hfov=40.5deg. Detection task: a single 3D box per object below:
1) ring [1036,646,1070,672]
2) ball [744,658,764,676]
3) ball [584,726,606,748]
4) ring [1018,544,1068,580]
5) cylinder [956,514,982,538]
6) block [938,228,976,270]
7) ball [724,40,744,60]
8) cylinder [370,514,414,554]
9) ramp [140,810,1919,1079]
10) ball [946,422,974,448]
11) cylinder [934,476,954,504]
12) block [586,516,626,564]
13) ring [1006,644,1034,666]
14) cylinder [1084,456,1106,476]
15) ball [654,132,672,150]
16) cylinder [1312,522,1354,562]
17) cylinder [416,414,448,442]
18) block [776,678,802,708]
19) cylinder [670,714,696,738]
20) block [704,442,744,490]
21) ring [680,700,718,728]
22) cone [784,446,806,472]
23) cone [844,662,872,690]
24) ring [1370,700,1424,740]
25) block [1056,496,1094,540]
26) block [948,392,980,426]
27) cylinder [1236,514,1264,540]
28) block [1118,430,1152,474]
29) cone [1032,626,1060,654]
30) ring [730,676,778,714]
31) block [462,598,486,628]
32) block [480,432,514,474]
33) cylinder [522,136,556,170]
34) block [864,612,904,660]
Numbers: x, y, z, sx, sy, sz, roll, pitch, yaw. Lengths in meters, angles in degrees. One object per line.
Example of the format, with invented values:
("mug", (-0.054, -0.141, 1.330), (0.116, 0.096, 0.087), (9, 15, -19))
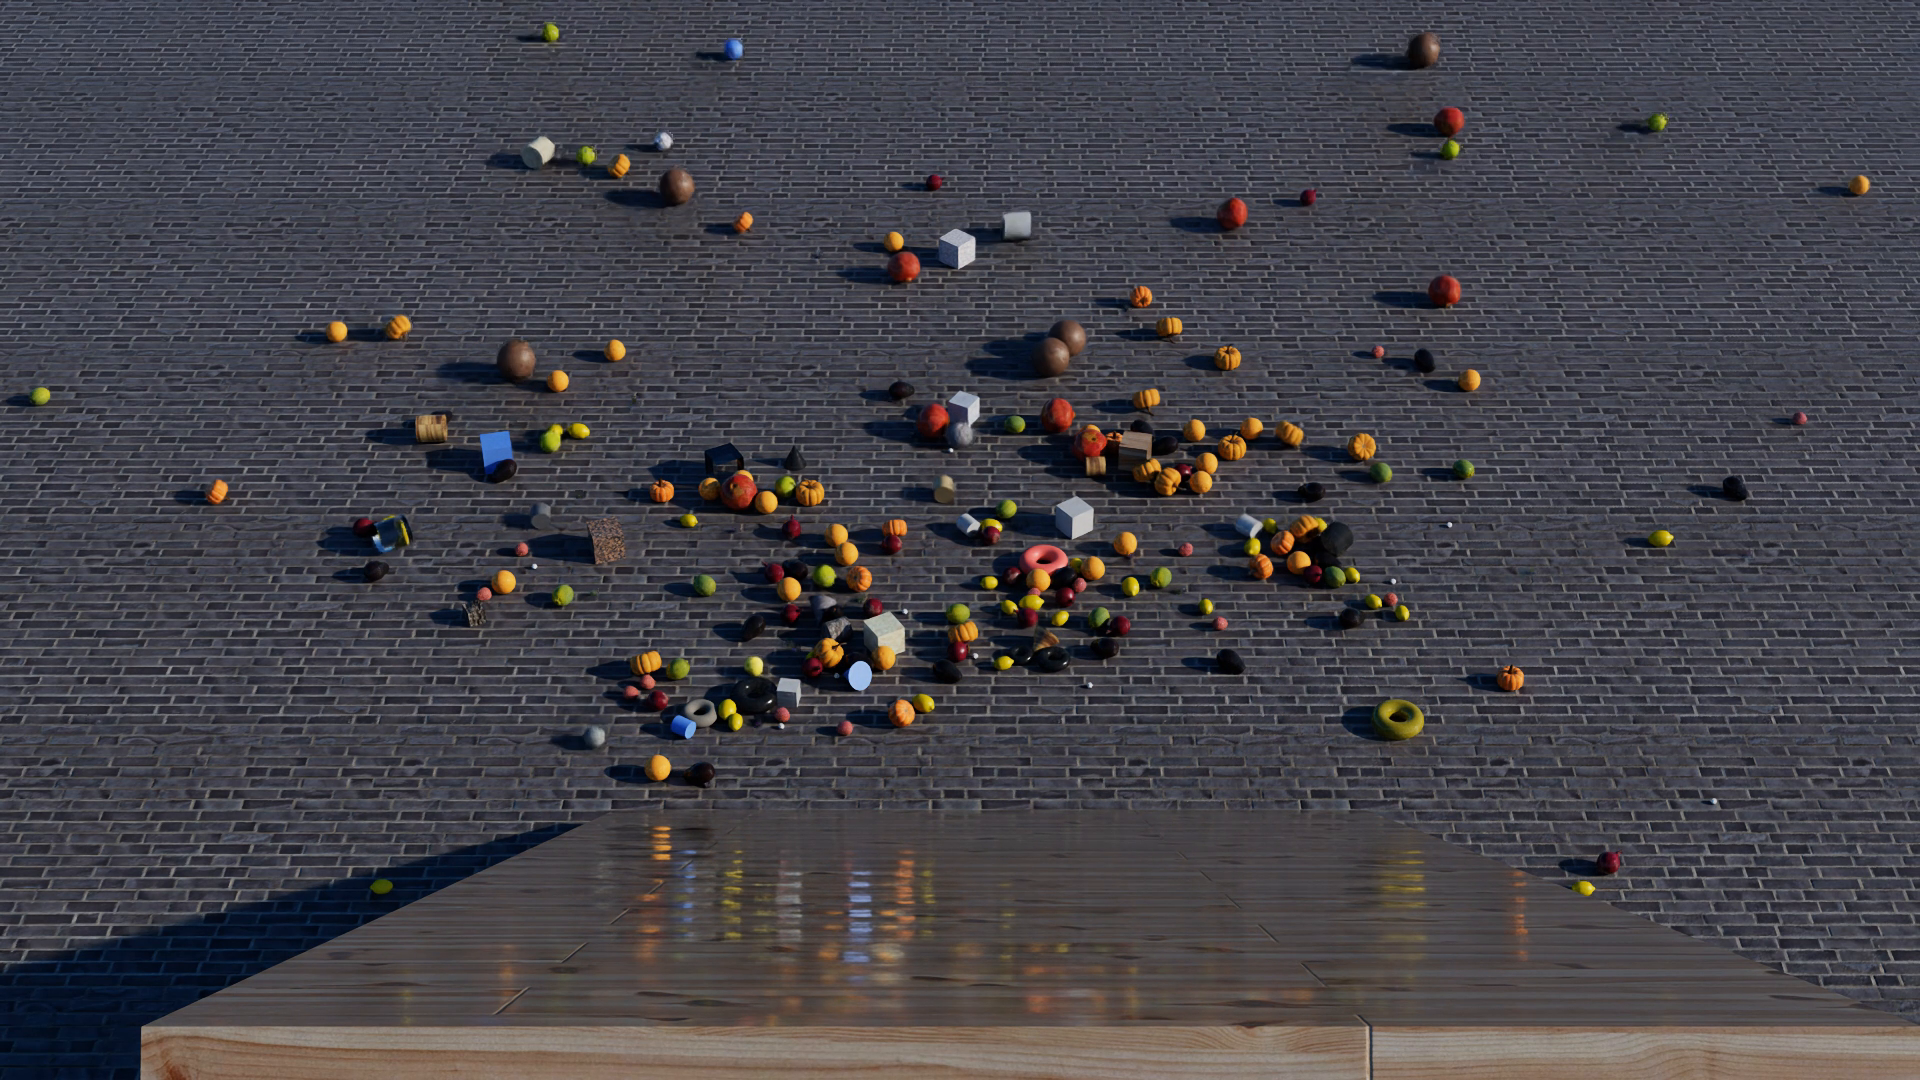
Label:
("ring", (0.271, 0.344, 7.520), (0.098, 0.033, 0.098), (-1, 37, 1))
("ball", (-0.592, 0.364, 7.474), (0.055, 0.055, 0.055), (0, 37, 0))
("ball", (-1.015, 0.548, 7.223), (0.061, 0.061, 0.061), (0, 37, 0))
("ring", (0.253, 0.068, 7.875), (0.150, 0.050, 0.150), (-1, 36, 1))
("cylinder", (0.027, -0.044, 8.021), (0.055, 0.055, 0.055), (-24, 43, -28))
("block", (-0.011, -1.044, 9.326), (0.093, 0.093, 0.093), (27, 45, 32))
("ball", (-0.923, -2.002, 10.620), (0.079, 0.079, 0.079), (0, 37, 0))
("cylinder", (-1.736, -0.018, 7.951), (0.096, 0.096, 0.096), (-22, 42, -25))
("ramp", (0.081, 0.682, 4.916), (2.000, 0.100, 4.000), (0, -2, 0))
("ball", (-0.001, -0.340, 8.389), (0.087, 0.087, 0.087), (0, 37, 0))
("cylinder", (-0.051, -0.159, 8.167), (0.063, 0.063, 0.063), (-1, 40, -1))
("block", (-1.078, 0.000, 7.928), (0.094, 0.094, 0.094), (-11, 38, -15))
("ring", (0.174, 0.333, 7.539), (0.079, 0.026, 0.079), (-1, 38, 0))
("cylinder", (0.429, -0.234, 8.268), (0.063, 0.063, 0.063), (-1, 37, -3))
("ball", (-1.142, -1.532, 10.002), (0.066, 0.066, 0.066), (0, 37, 0))
("cylinder", (1.135, 0.006, 7.922), (0.092, 0.092, 0.092), (26, 44, 30))
("cylinder", (-1.710, -0.361, 8.417), (0.088, 0.088, 0.088), (-2, 37, -3))
("block", (-0.486, 0.434, 7.379), (0.057, 0.057, 0.057), (5, 37, 7))
("cylinder", (-0.773, 0.522, 7.266), (0.051, 0.051, 0.051), (31, 46, 22))
("block", (-0.746, -0.235, 8.244), (0.093, 0.093, 0.093), (-19, 41, -23))
("ring", (-0.733, 0.488, 7.324), (0.107, 0.036, 0.107), (1, 37, -1))
("cone", (-0.529, -0.273, 8.309), (0.076, 0.076, 0.076), (0, 37, 0))
("cone", (-0.312, 0.387, 7.458), (0.083, 0.083, 0.083), (-32, 20, -35))
("ring", (1.227, 0.503, 7.294), (0.148, 0.049, 0.148), (-1, 37, 1))
("block", (0.353, -0.069, 8.030), (0.083, 0.083, 0.083), (-24, 43, -29))
("block", (0.012, -0.429, 8.519), (0.075, 0.075, 0.075), (20, 41, 24))
("cylinder", (0.891, -0.041, 8.012), (0.060, 0.060, 0.060), (-29, 46, -33))
("block", (0.560, -0.282, 8.309), (0.090, 0.090, 0.090), (9, 38, 11))
("cone", (0.230, 0.307, 7.565), (0.085, 0.085, 0.085), (27, 71, 31))
("ring", (-0.583, 0.441, 7.380), (0.139, 0.046, 0.139), (0, 38, 0))
("block", (-1.433, 0.216, 7.675), (0.053, 0.053, 0.053), (-18, 40, -23))
("block", (-1.478, -0.279, 8.304), (0.092, 0.092, 0.092), (-8, 38, -11))
("cylinder", (-1.604, -1.474, 9.902), (0.093, 0.093, 0.093), (14, 39, 19))
("block", (-0.220, 0.279, 7.561), (0.088, 0.088, 0.088), (-19, 41, -24))
